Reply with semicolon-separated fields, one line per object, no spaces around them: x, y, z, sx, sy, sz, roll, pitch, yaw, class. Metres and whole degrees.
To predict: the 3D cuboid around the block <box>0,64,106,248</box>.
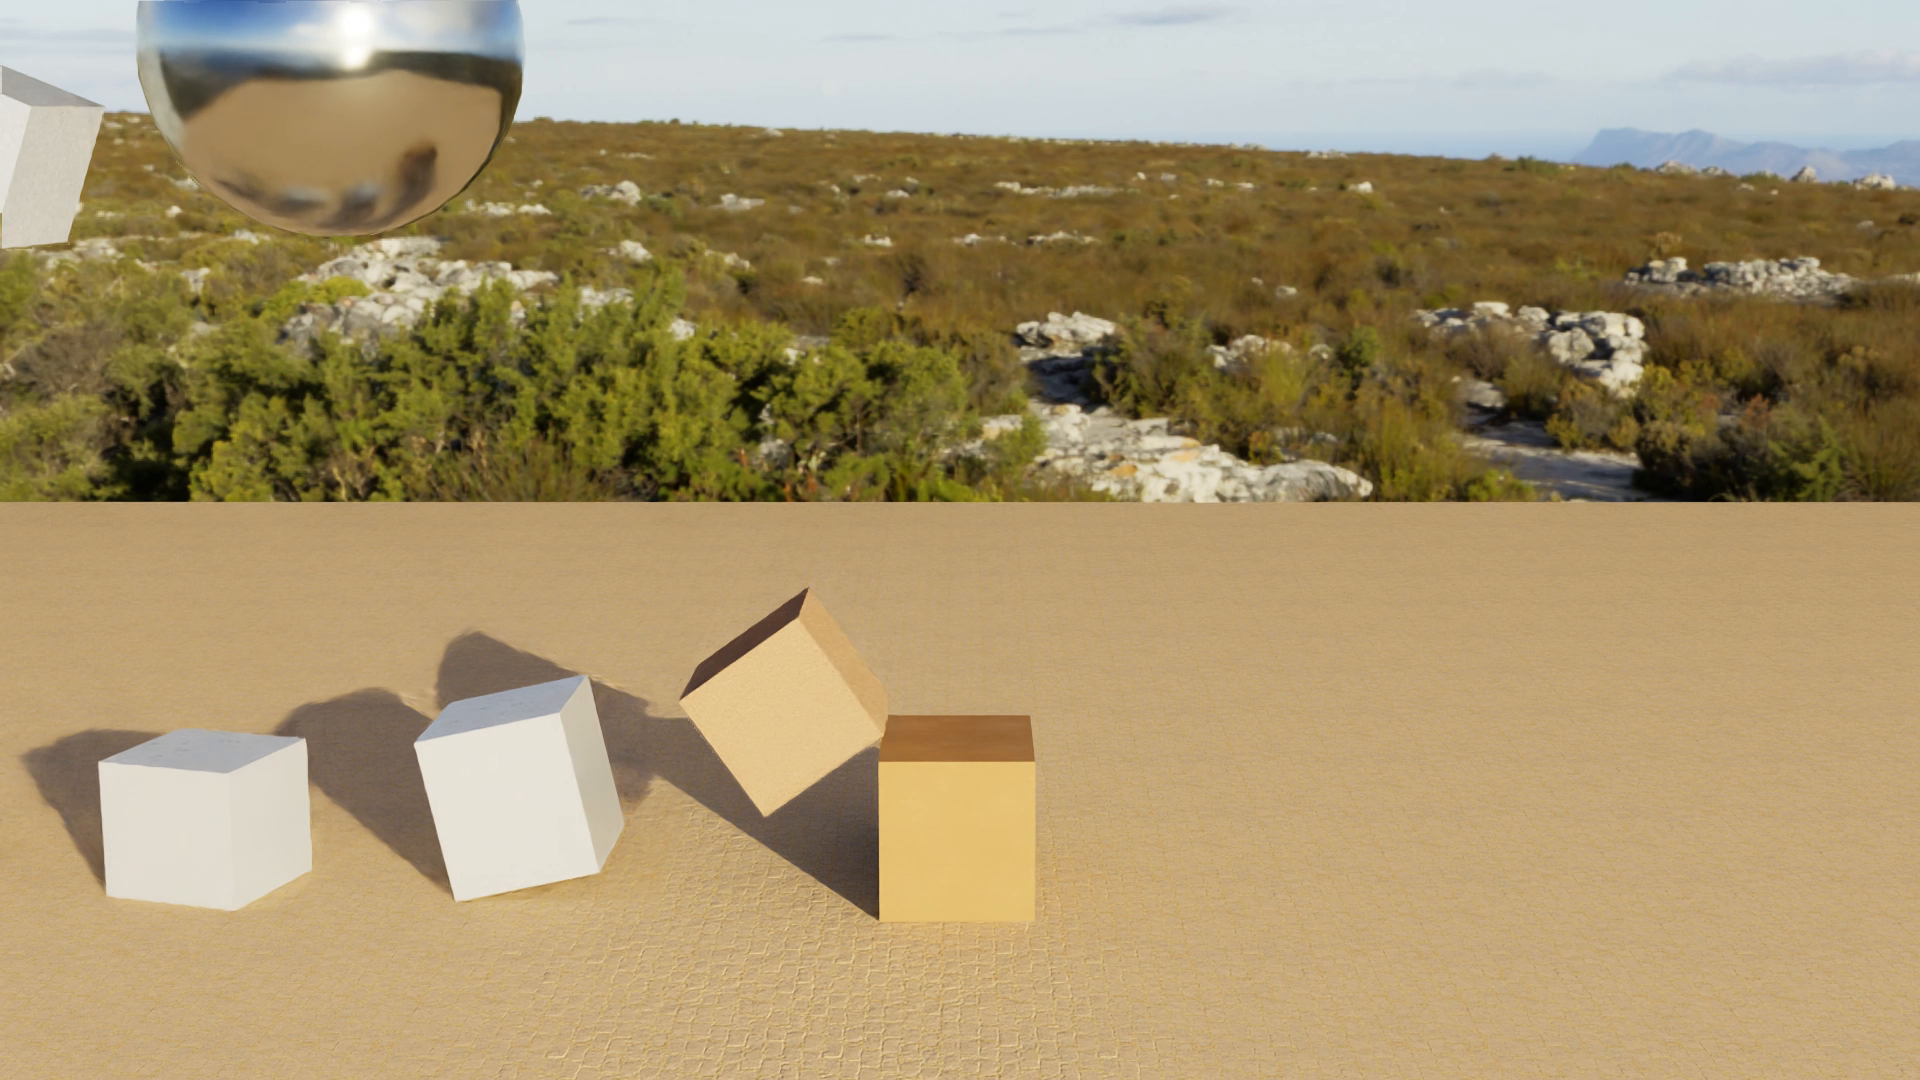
-4.189;-1.674;11.008;0.641;0.630;0.611;22;13;6;block

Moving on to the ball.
-2.639;-2.076;10.803;1.600;1.600;1.600;0;10;0;ball

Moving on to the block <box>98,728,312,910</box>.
-3.291;1.210;11.225;0.637;0.602;0.610;3;11;17;block

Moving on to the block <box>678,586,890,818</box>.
-0.758;0.701;11.307;0.631;0.627;0.711;-35;8;6;block

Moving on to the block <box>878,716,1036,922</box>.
-0.013;1.190;11.088;0.650;0.691;0.788;0;10;0;block

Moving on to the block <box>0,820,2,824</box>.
-4.798;1.083;11.437;0.618;0.663;0.636;-10;9;10;block

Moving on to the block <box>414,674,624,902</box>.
-1.922;1.079;11.285;0.638;0.720;0.714;-12;10;4;block
